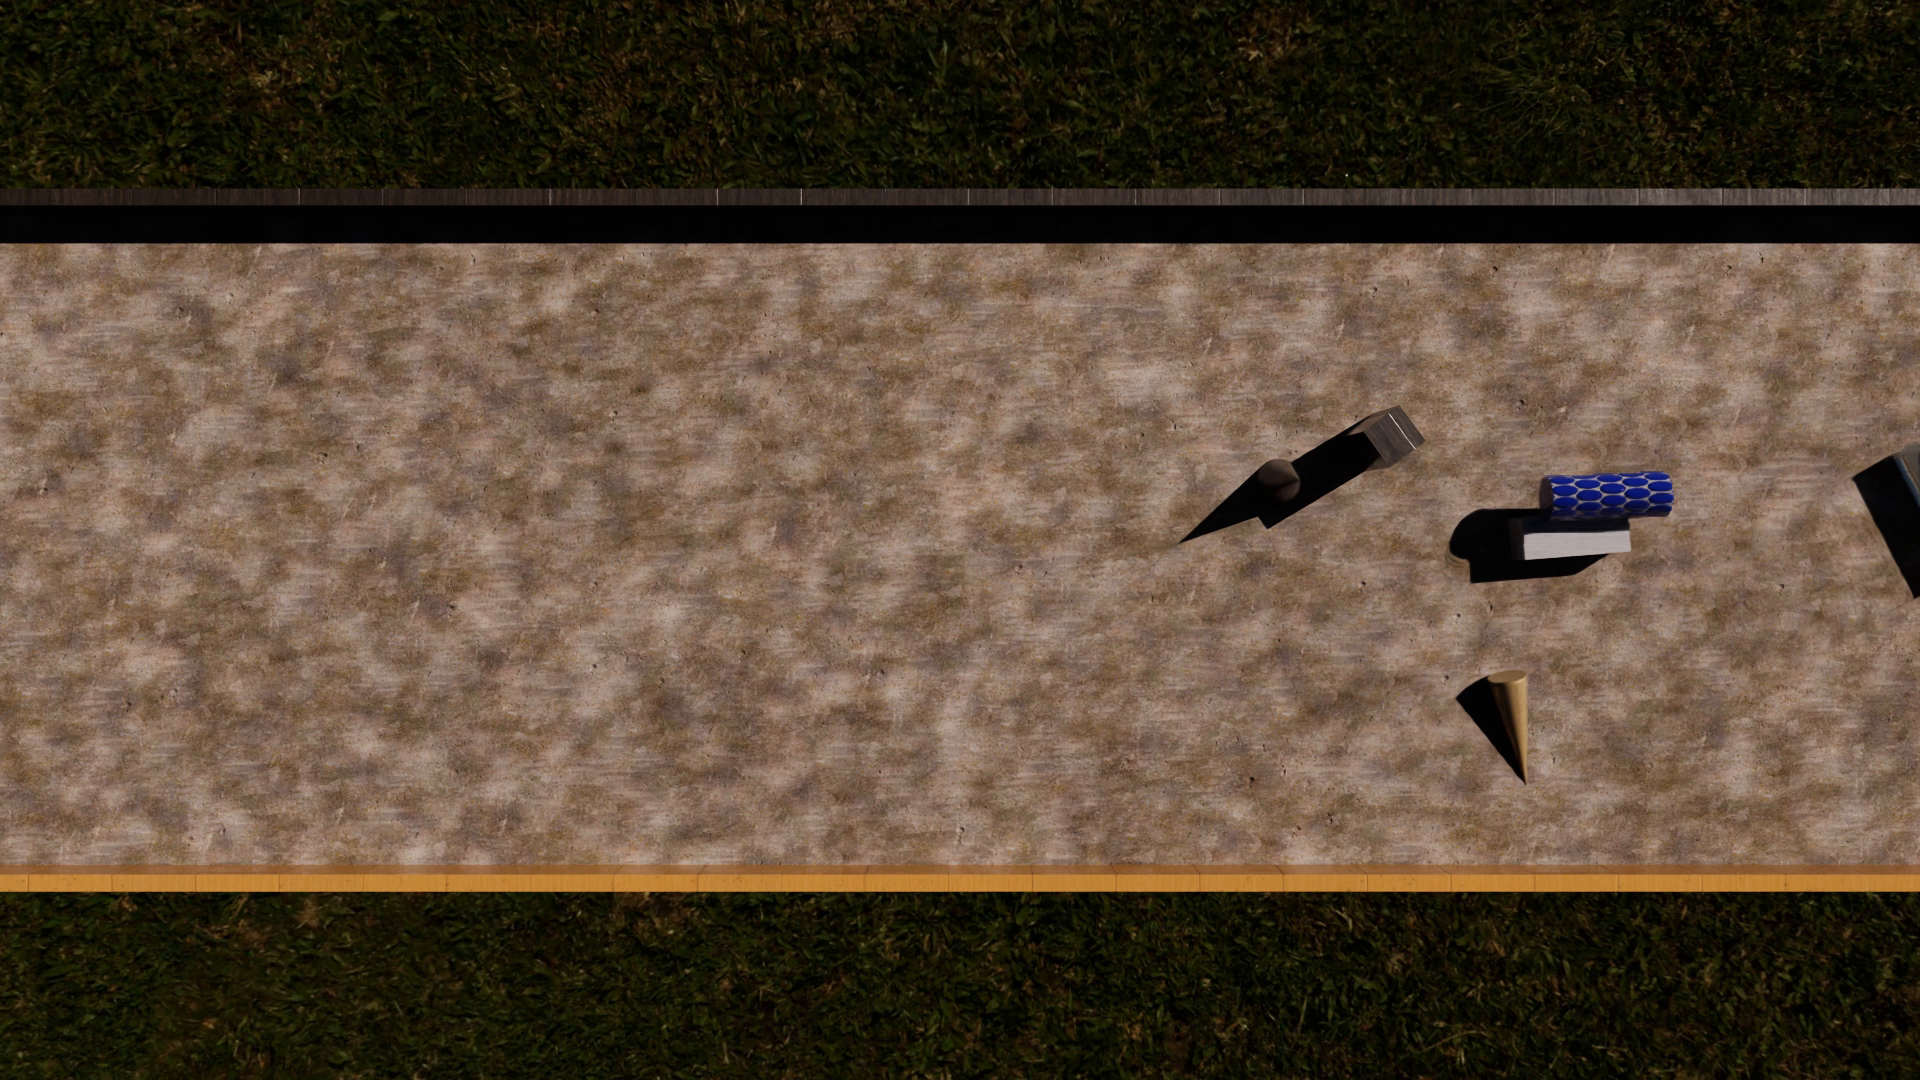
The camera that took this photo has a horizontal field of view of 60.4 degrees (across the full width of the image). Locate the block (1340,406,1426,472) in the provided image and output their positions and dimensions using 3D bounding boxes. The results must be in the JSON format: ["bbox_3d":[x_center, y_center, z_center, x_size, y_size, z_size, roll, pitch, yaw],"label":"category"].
[{"bbox_3d":[1.258,-0.300,4.924,0.129,0.305,0.129,-36,90,0],"label":"block"}]

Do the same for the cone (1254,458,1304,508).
[{"bbox_3d":[0.981,-0.174,4.916,0.151,0.321,0.151,0,90,0],"label":"cone"}]

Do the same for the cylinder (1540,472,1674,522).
[{"bbox_3d":[1.917,-0.127,4.898,0.348,0.131,0.131,-2,90,2],"label":"cylinder"}]

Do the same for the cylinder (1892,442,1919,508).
[{"bbox_3d":[2.999,-0.096,5.008,0.137,0.137,0.418,-28,90,0],"label":"cylinder"}]

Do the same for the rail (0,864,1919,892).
[{"bbox_3d":[-2.247,1.025,5.001,12.000,0.150,0.050,0,90,0],"label":"rail"}]

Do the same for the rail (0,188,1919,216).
[{"bbox_3d":[-2.247,-1.025,5.002,12.000,0.150,0.050,0,90,0],"label":"rail"}]

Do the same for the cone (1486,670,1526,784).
[{"bbox_3d":[1.703,0.588,5.047,0.117,0.117,0.360,-13,99,0],"label":"cone"}]

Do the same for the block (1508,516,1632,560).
[{"bbox_3d":[1.850,-0.016,5.013,0.319,0.128,0.128,-5,90,0],"label":"block"}]
